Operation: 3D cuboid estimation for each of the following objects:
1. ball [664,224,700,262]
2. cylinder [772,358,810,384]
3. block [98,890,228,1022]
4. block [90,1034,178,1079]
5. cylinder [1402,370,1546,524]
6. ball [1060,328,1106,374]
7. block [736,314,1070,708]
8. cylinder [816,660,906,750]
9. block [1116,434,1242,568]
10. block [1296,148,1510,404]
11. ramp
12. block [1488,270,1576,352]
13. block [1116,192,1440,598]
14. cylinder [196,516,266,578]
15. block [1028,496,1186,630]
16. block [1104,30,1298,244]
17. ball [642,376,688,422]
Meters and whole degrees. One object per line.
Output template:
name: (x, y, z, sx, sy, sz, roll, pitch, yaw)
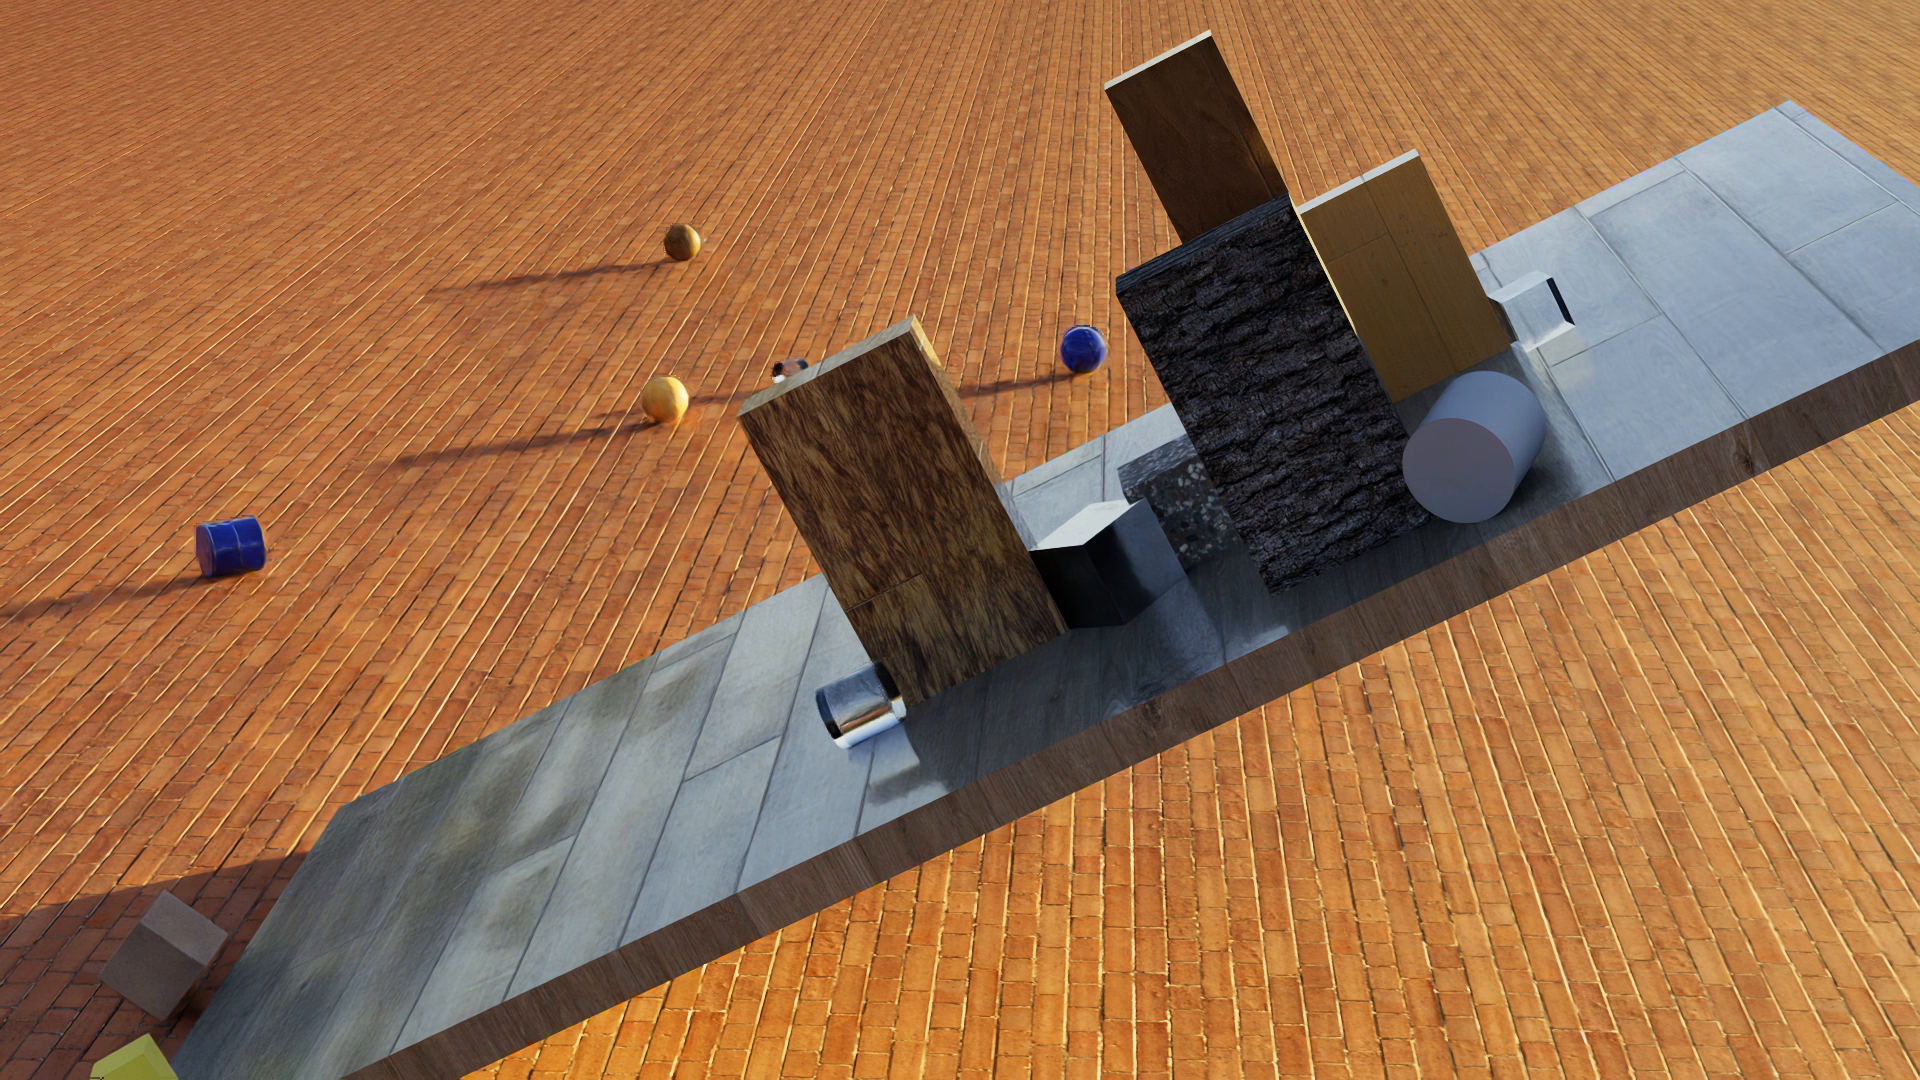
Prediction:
ball: (-1.385, -1.481, 14.657, 0.182, 0.182, 0.182, 0, 17, 0)
cylinder: (-0.698, -0.688, 12.192, 0.112, 0.112, 0.112, -14, 22, -38)
block: (-1.800, 0.940, 6.651, 0.176, 0.176, 0.176, 36, 16, -8)
block: (-1.677, 1.104, 5.977, 0.125, 0.125, 0.125, -30, 14, -5)
cylinder: (0.929, -0.169, 5.309, 0.207, 0.207, 0.207, 8, 30, 24)
ball: (0.519, -0.798, 12.404, 0.198, 0.198, 0.198, 0, 17, 0)
block: (-0.106, -0.051, 5.889, 0.386, 0.687, 0.146, -26, 14, 10)
cylinder: (-0.197, 0.329, 5.863, 0.134, 0.134, 0.134, -26, 14, 11)
block: (0.455, -0.080, 5.929, 0.198, 0.198, 0.198, -27, 14, 7)
block: (0.902, -0.538, 6.169, 0.336, 0.453, 0.084, -26, 14, 10)
ramp: (0.140, 0.167, 6.281, 4.000, 0.100, 2.000, -26, 14, 10)
block: (1.184, -0.475, 6.102, 0.117, 0.117, 0.117, -28, 14, 1)
block: (0.588, -0.265, 5.403, 0.352, 0.641, 0.150, -26, 14, 10)
cylinder: (-2.415, 0.025, 9.735, 0.179, 0.179, 0.179, -10, 20, -30)
block: (0.292, 0.046, 5.824, 0.183, 0.183, 0.183, -37, 16, -30)
block: (0.631, -0.757, 6.784, 0.270, 0.786, 0.101, -26, 14, 10)
ball: (-1.168, -0.556, 11.637, 0.185, 0.185, 0.185, 0, 17, 0)
